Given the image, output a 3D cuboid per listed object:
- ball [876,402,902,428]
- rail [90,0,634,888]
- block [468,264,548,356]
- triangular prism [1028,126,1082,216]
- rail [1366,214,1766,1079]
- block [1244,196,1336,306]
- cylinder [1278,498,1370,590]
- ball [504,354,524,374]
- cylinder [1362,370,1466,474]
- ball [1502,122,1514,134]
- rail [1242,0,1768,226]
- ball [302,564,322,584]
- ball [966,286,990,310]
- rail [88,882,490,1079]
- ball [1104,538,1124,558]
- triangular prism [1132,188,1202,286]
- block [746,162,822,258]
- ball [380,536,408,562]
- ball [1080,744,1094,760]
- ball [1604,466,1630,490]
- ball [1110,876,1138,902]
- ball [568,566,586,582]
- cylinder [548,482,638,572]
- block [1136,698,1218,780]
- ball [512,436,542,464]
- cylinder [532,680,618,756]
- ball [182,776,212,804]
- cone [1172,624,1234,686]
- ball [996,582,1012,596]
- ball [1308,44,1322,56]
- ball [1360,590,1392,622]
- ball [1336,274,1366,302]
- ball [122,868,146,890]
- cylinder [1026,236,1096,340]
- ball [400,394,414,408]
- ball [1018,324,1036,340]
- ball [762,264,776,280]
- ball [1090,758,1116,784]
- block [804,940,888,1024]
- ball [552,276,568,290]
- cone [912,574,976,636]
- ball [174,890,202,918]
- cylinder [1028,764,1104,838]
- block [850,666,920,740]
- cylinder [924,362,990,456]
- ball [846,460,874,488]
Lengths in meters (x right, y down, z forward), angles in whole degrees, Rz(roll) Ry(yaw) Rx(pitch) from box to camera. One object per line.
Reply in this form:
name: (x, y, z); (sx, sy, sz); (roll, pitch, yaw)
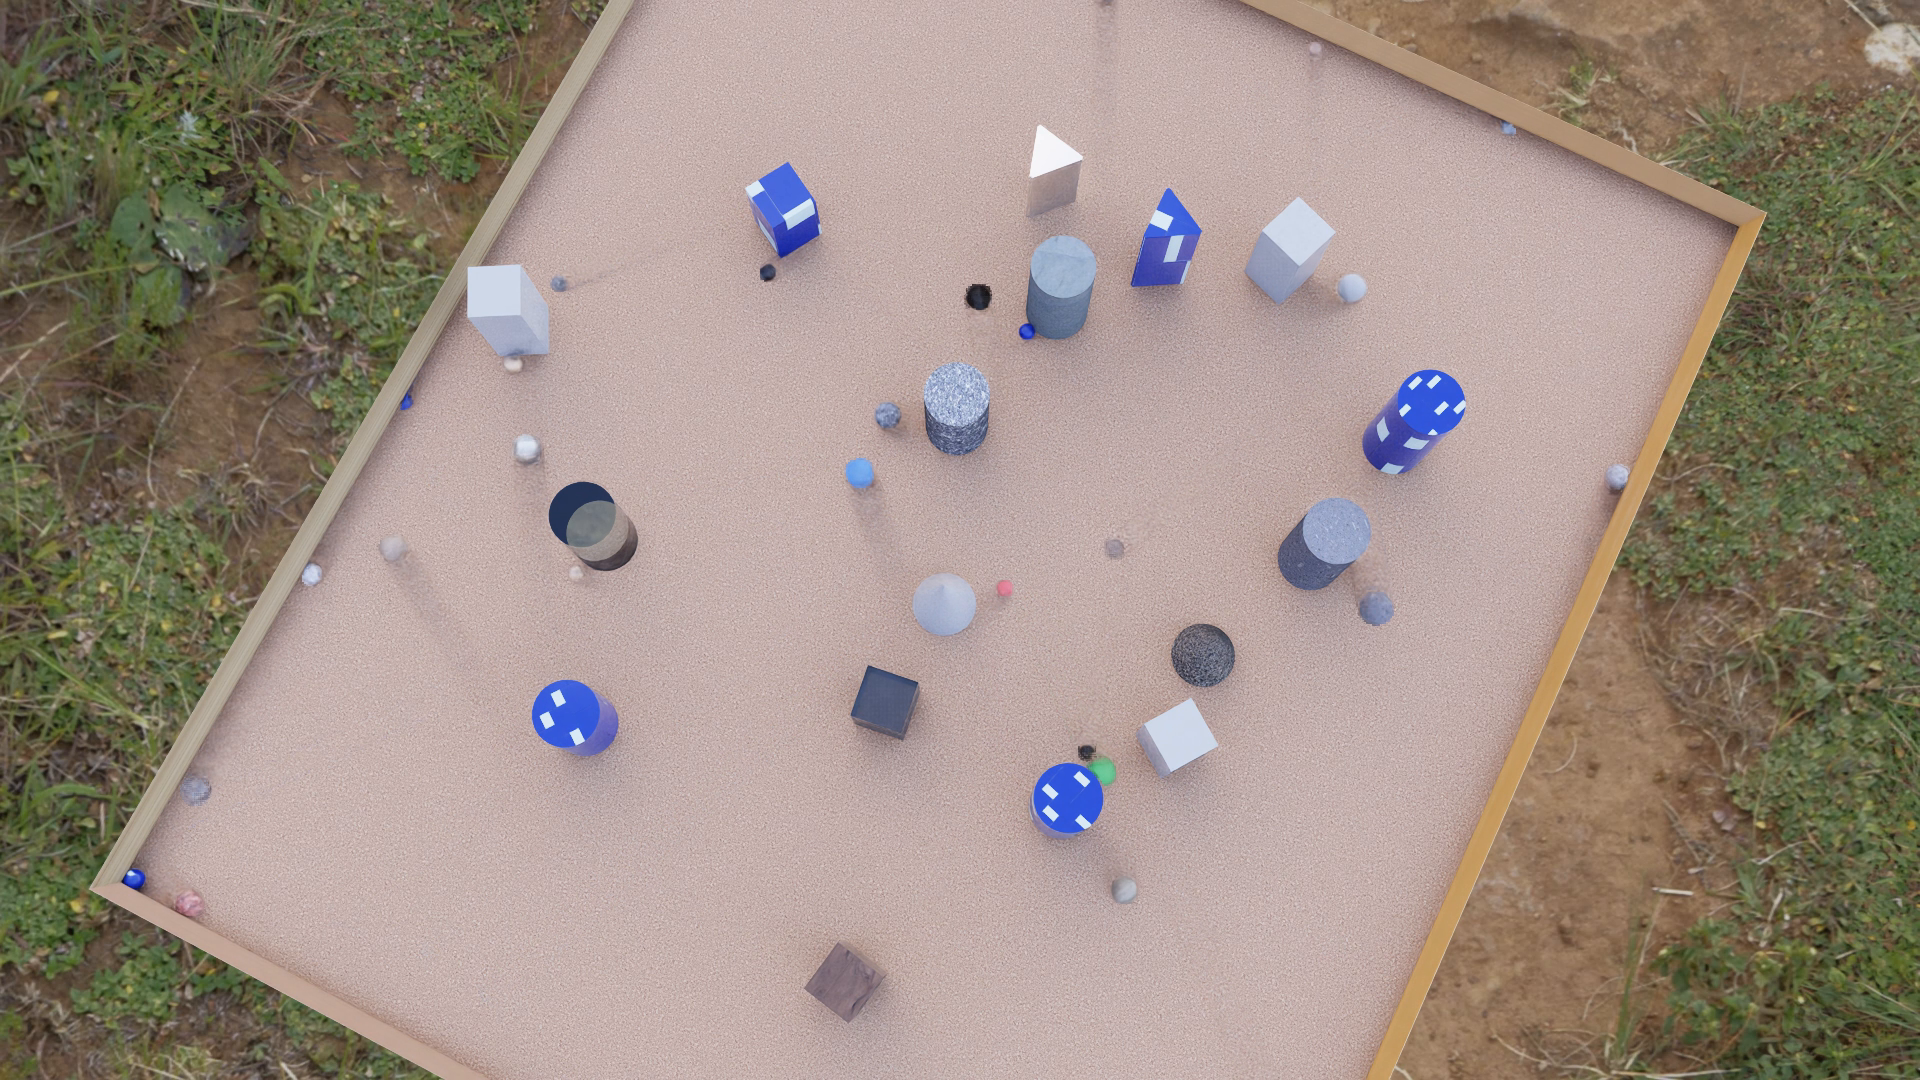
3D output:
ball: (-0.220, -0.384, 5.655); (0.080, 0.080, 0.080); (0, 78, 0)
rail: (-1.574, -0.764, 5.709); (0.045, 0.126, 4.095); (26, 80, 5)
block: (-1.368, -0.693, 5.567); (0.155, 0.378, 0.155); (-3, 78, -1)
triangular prism: (0.265, -1.155, 5.689); (0.167, 0.325, 0.145); (-21, 79, -4)
rail: (1.574, 0.777, 5.391); (0.045, 0.126, 4.095); (26, 80, 5)
block: (1.007, -0.881, 5.617); (0.155, 0.355, 0.155); (-43, 81, -8)
cylinder: (1.068, 0.016, 5.398); (0.193, 0.420, 0.193); (0, 78, 0)
ball: (-1.389, -0.546, 5.700); (0.058, 0.058, 0.058); (0, 78, 0)
cylinder: (1.343, -0.345, 5.449); (0.193, 0.468, 0.193); (0, 78, 0)
ball: (1.755, -1.320, 5.869); (0.041, 0.041, 0.041); (0, 78, 0)
rail: (0.905, -1.766, 5.917); (3.567, 0.126, 0.045); (26, 80, 5)
ball: (-1.968, 0.102, 5.565); (0.060, 0.060, 0.060); (0, 78, 0)
ball: (0.058, -0.758, 5.734); (0.077, 0.077, 0.077); (0, 78, 0)
rail: (-0.905, 1.779, 5.183); (3.567, 0.126, 0.045); (26, 80, 5)
ball: (0.470, 0.026, 5.581); (0.059, 0.059, 0.059); (0, 78, 0)
triangular prism: (0.619, -0.922, 5.589); (0.167, 0.428, 0.145); (-4, 78, -1)
block: (-0.545, -1.022, 5.694); (0.155, 0.262, 0.155); (-33, 80, -6)
ball: (-1.721, 0.028, 5.570); (0.079, 0.079, 0.079); (0, 78, 0)
ball: (0.377, 0.632, 5.464); (0.043, 0.043, 0.043); (0, 78, 0)
ball: (2.015, -0.190, 5.619); (0.072, 0.072, 0.072); (0, 78, 0)
ball: (0.480, 1.022, 5.366); (0.077, 0.077, 0.077); (0, 78, 0)
ball: (-1.164, 0.101, 5.571); (0.048, 0.048, 0.048); (0, 78, 0)
cylinder: (-1.084, -0.036, 5.436); (0.193, 0.368, 0.193); (0, 78, 0)
block: (0.630, 0.583, 5.352); (0.155, 0.283, 0.155); (-28, 80, -6)
ball: (-1.330, -0.275, 5.629); (0.087, 0.087, 0.087); (0, 78, 0)
cylinder: (-1.122, 0.523, 5.359); (0.193, 0.293, 0.193); (0, 78, 0)
ball: (-2.258, 0.740, 5.422); (0.081, 0.081, 0.081); (0, 78, 0)
cone: (0.735, 0.311, 5.364); (0.193, 0.368, 0.193); (0, 78, 0)
ball: (0.134, 0.149, 5.562); (0.045, 0.045, 0.045); (0, 78, 0)
ball: (1.147, -1.584, 5.923); (0.042, 0.042, 0.042); (0, 78, 0)
ball: (1.253, 0.202, 5.525); (0.097, 0.097, 0.097); (0, 78, 0)
ball: (1.223, -0.788, 5.735); (0.088, 0.088, 0.088); (0, 78, 0)
ball: (-2.425, 0.997, 5.378); (0.063, 0.063, 0.063); (0, 78, 0)
cylinder: (0.304, -0.763, 5.573); (0.193, 0.394, 0.193); (0, 78, 0)
ball: (-1.718, -0.430, 5.685); (0.041, 0.041, 0.041); (0, 78, 0)
ball: (0.209, -0.651, 5.725); (0.051, 0.051, 0.051); (0, 78, 0)
ball: (-0.602, -0.843, 5.766); (0.049, 0.049, 0.049); (0, 78, 0)
ball: (0.423, 0.685, 5.434); (0.079, 0.079, 0.079); (0, 78, 0)
block: (-0.319, 1.245, 5.178); (0.155, 0.355, 0.155); (36, 81, 7)
ball: (-1.259, -0.807, 5.760); (0.046, 0.046, 0.046); (0, 78, 0)
cone: (-0.047, 0.161, 5.412); (0.193, 0.335, 0.193); (0, 78, 0)
ball: (-2.255, 1.064, 5.357); (0.077, 0.077, 0.077); (0, 78, 0)
cylinder: (0.301, 0.754, 5.269); (0.193, 0.376, 0.193); (0, 78, 0)
block: (-0.218, 0.482, 5.397); (0.155, 0.235, 0.155); (18, 79, 4)
cylinder: (-0.010, -0.391, 5.522); (0.193, 0.343, 0.193); (0, 78, 0)
ball: (-0.306, -0.201, 5.614); (0.086, 0.086, 0.086); (0, 78, 0)
